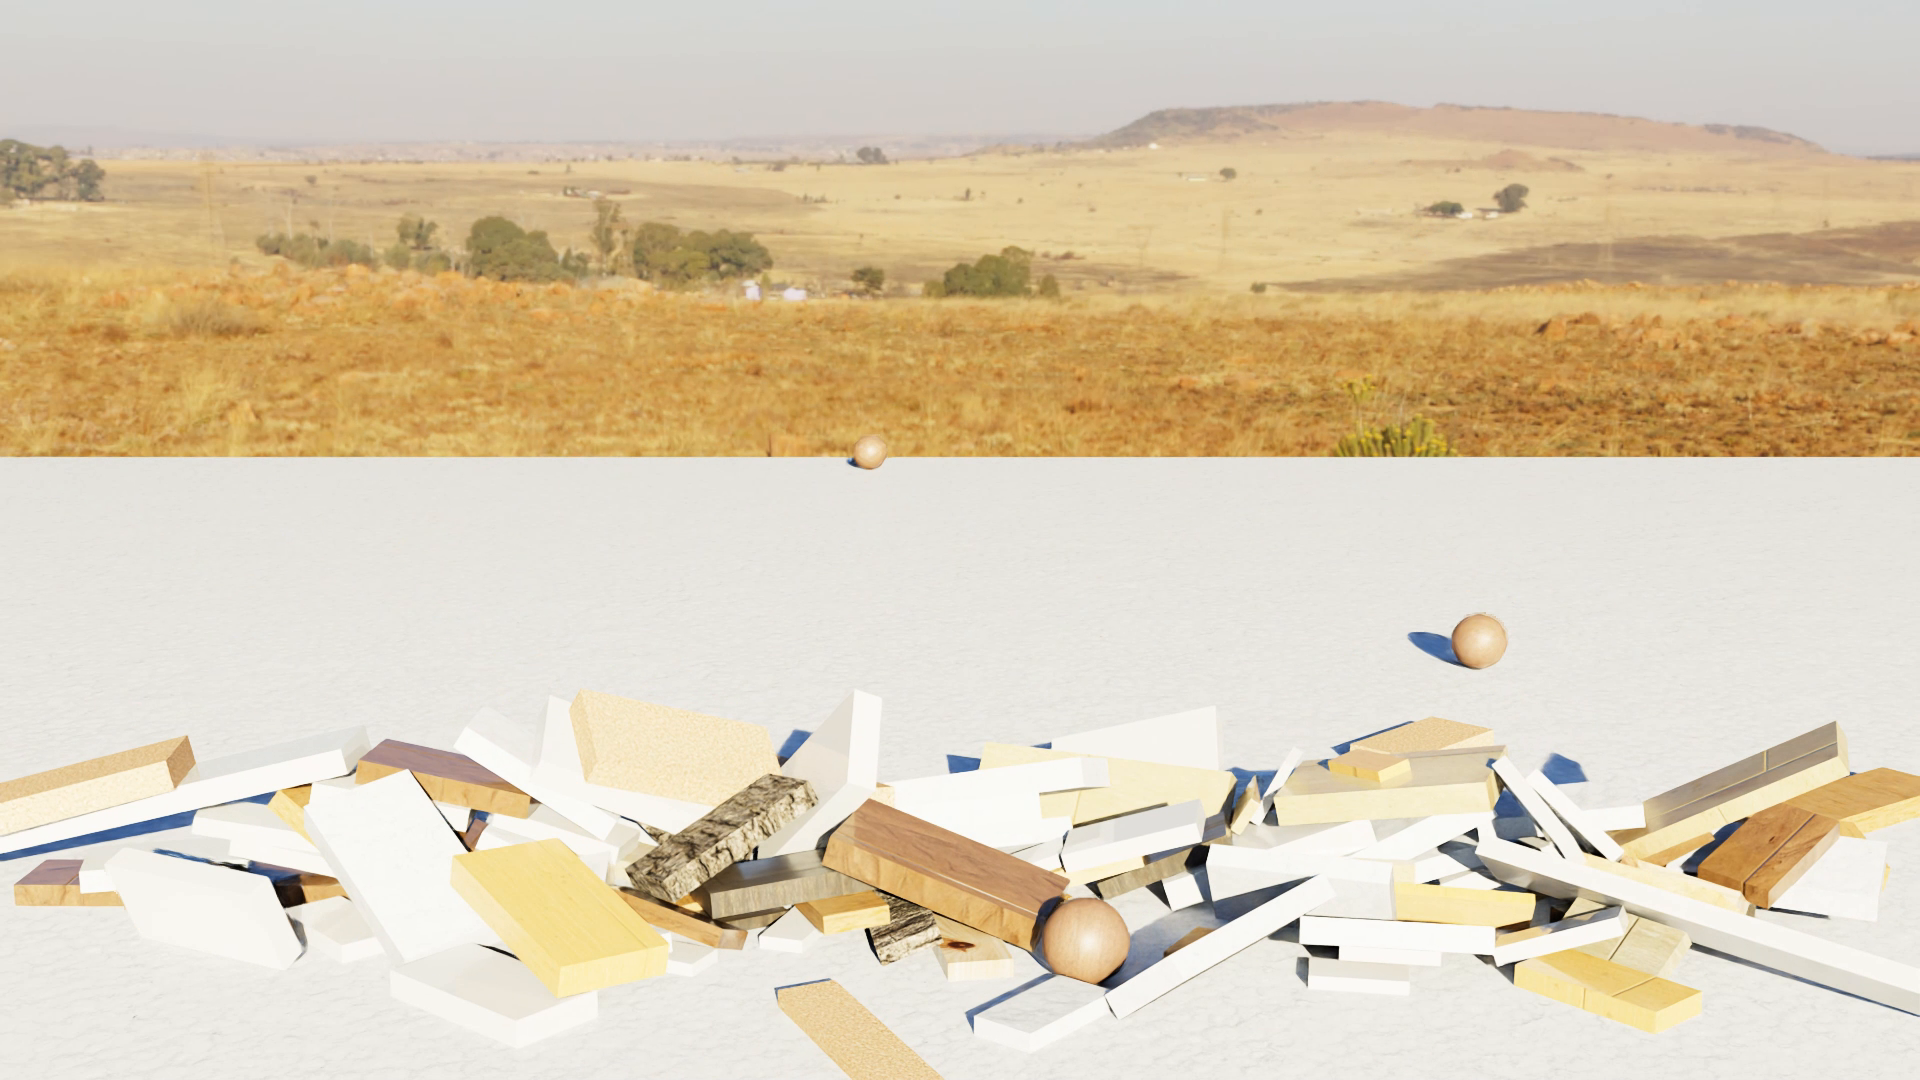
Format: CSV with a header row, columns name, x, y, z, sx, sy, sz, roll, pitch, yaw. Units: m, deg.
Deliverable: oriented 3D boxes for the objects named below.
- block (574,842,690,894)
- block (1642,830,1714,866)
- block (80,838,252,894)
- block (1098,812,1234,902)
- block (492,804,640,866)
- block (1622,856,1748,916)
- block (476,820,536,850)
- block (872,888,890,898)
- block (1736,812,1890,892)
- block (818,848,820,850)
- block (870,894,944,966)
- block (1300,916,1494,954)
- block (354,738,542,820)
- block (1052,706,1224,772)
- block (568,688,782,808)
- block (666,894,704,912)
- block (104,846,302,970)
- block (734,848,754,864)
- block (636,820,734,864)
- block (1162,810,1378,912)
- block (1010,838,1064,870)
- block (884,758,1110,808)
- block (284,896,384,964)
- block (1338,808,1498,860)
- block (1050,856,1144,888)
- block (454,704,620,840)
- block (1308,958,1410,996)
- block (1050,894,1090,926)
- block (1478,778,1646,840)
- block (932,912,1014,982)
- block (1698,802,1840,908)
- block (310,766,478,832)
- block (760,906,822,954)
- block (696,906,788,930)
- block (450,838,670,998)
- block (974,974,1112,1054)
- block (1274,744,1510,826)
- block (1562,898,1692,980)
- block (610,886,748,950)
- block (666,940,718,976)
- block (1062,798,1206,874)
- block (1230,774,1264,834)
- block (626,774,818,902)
name,x,y,z,sx,sy,sz,roll,pitch,yaw
block,-0.533,0.542,3.688,0.219,0.031,0.109,15,10,0
block,1.110,0.510,3.615,0.246,0.035,0.123,-32,9,17
block,-1.314,0.537,3.652,0.259,0.037,0.130,-3,11,-14
block,0.340,0.524,3.649,0.228,0.032,0.114,-22,10,9
block,-0.655,0.480,3.665,0.219,0.031,0.109,16,10,8
block,1.137,0.546,3.454,0.184,0.026,0.092,16,-12,32
block,-0.687,0.529,3.666,0.219,0.031,0.109,25,10,-1
block,-0.088,0.561,3.582,0.133,0.019,0.067,-24,26,5
block,1.388,0.522,3.733,0.317,0.045,0.158,6,22,-3
block,-0.108,0.536,3.847,0.283,0.040,0.142,-2,11,-10
block,-0.091,0.601,3.447,0.100,0.028,0.200,-21,13,-5
block,0.664,0.603,3.356,0.285,0.040,0.143,2,-10,10
block,-0.843,0.398,3.669,0.289,0.041,0.144,12,10,1
block,0.322,0.404,3.999,0.312,0.044,0.156,-13,42,16
block,-0.468,0.357,3.668,0.351,0.050,0.175,15,31,-31
block,-0.447,0.591,3.560,0.119,0.017,0.059,-12,9,-18
block,-1.162,0.565,3.376,0.303,0.152,0.043,5,36,27
block,-0.443,0.515,3.855,0.179,0.025,0.090,4,55,21
block,-0.510,0.451,3.728,0.289,0.041,0.144,41,9,18
block,0.503,0.510,3.655,0.349,0.049,0.175,-19,10,3
block,0.101,0.540,3.648,0.156,0.022,0.078,-20,10,5
block,0.067,0.431,3.870,0.358,0.051,0.179,-9,-9,18
block,-0.975,0.613,3.467,0.104,0.029,0.207,-8,14,-42
block,0.705,0.488,3.656,0.349,0.049,0.175,-27,9,5
block,0.190,0.540,3.658,0.228,0.032,0.114,-17,10,6
block,-0.693,0.385,3.659,0.289,0.041,0.144,33,9,-6
block,0.595,0.651,3.282,0.147,0.021,0.073,2,11,9
block,0.121,0.602,3.545,0.156,0.022,0.078,-6,12,-28
block,0.985,0.443,3.617,0.261,0.037,0.131,-8,12,15
block,0.010,0.625,3.406,0.100,0.028,0.225,-2,11,-11
block,1.292,0.499,3.512,0.237,0.034,0.118,-28,32,-37
block,-0.931,0.424,3.640,0.255,0.036,0.127,11,9,-5
block,-0.255,0.615,3.478,0.071,0.020,0.142,4,11,18
block,-0.361,0.606,3.525,0.159,0.020,0.071,-6,12,-29
block,-0.602,0.558,3.287,0.177,0.050,0.355,-5,23,-38
block,0.122,0.674,3.137,0.100,0.028,0.200,9,14,39
block,0.709,0.401,3.599,0.349,0.049,0.175,-8,12,27
block,0.997,0.612,3.334,0.096,0.027,0.193,-47,34,-23
block,-0.444,0.584,3.401,0.212,0.030,0.106,16,-7,19
block,-0.451,0.636,3.366,0.142,0.020,0.071,5,12,25
block,0.286,0.485,3.606,0.228,0.032,0.114,-16,11,13
block,0.487,0.447,3.720,0.018,0.064,0.129,31,16,3
block,-0.382,0.475,3.532,0.292,0.041,0.146,-33,16,-28
